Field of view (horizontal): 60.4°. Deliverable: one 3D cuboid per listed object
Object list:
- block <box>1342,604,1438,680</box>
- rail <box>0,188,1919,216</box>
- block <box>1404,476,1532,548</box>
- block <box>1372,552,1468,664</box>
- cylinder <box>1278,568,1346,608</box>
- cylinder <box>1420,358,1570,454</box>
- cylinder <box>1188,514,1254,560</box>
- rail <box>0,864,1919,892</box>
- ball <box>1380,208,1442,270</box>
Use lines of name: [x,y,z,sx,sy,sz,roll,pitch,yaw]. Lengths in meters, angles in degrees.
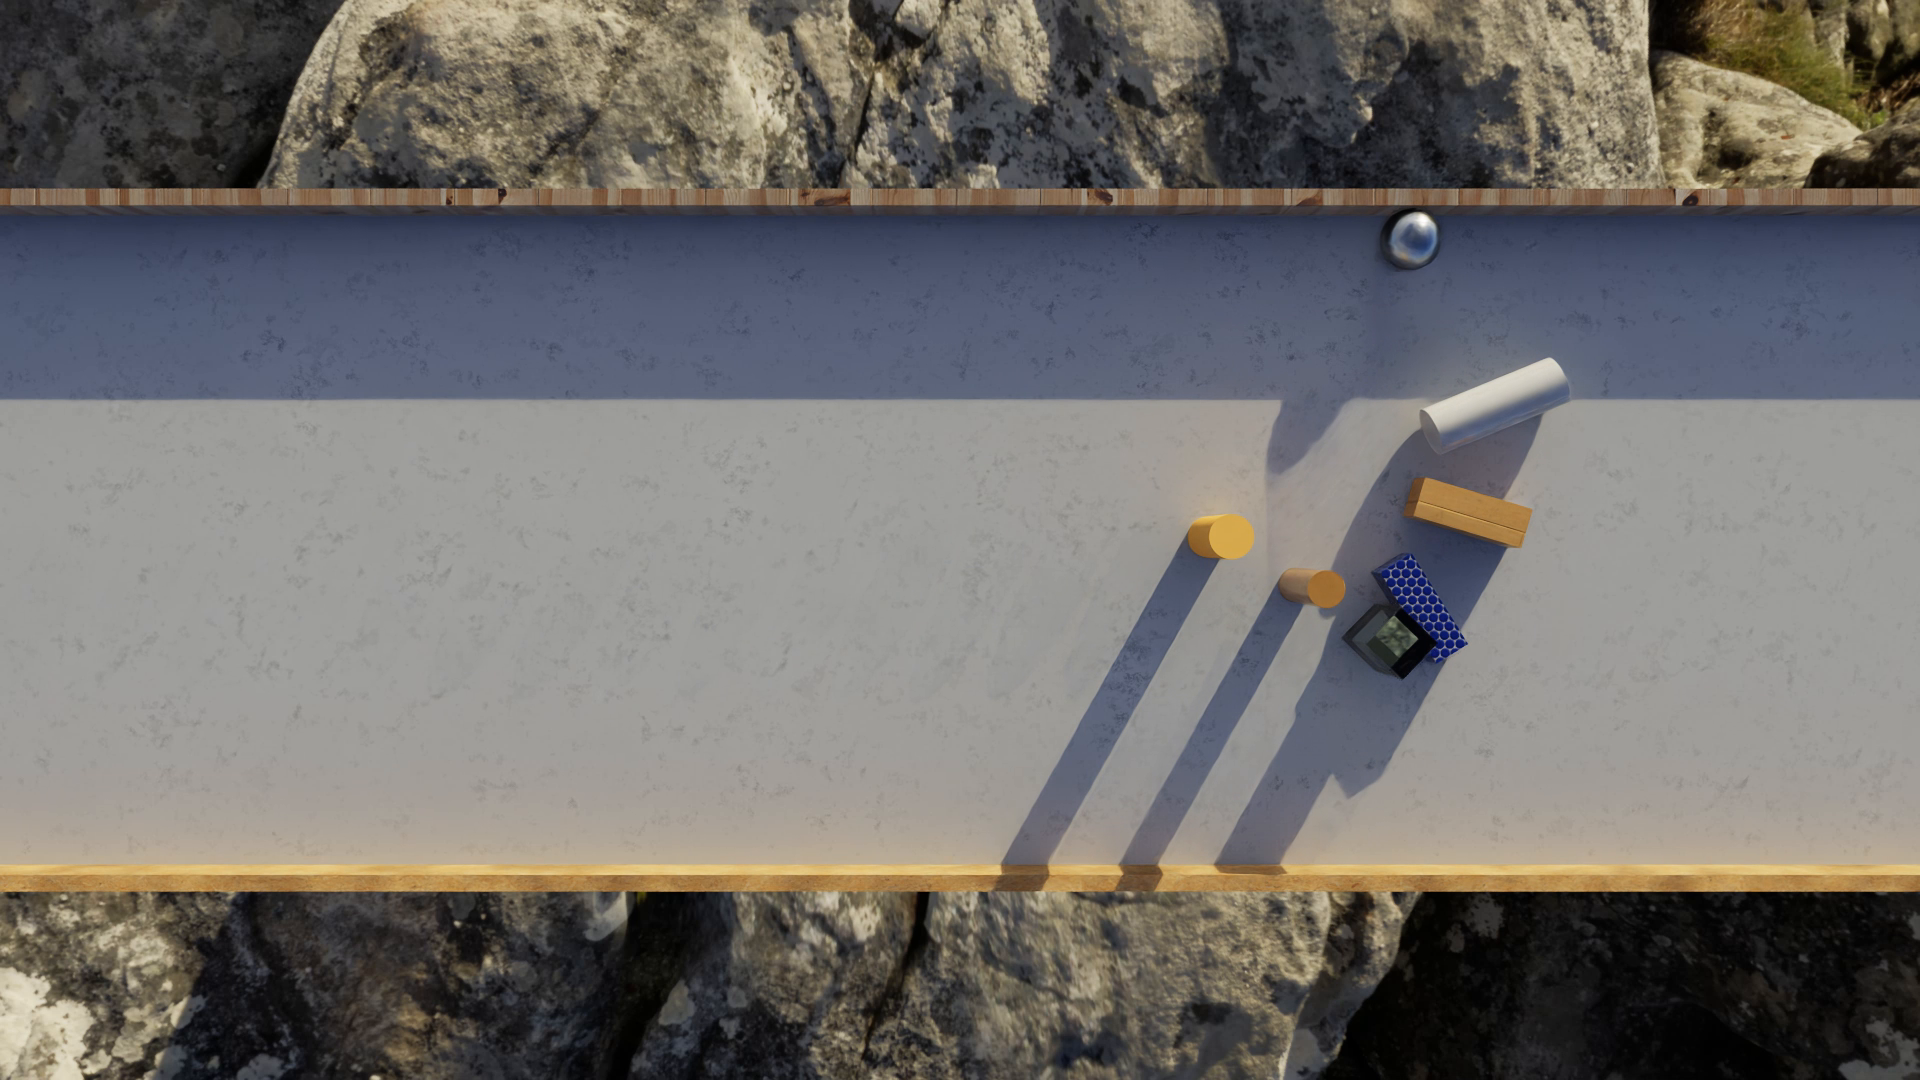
block: [1.278,0.300,4.921,0.147,0.310,0.147,44,90,0]
rail: [-2.247,-1.025,5.002,12.000,0.150,0.050,0,90,0]
block: [1.542,-0.083,5.015,0.337,0.122,0.122,17,90,0]
block: [1.397,0.206,5.020,0.112,0.112,0.322,-32,90,0]
cylinder: [1.033,0.139,4.861,0.107,0.432,0.107,0,90,0]
cylinder: [1.619,-0.406,5.002,0.413,0.149,0.149,-22,90,0]
cylinder: [0.765,-0.009,4.859,0.128,0.436,0.128,0,90,0]
rail: [-2.247,1.025,5.001,12.000,0.150,0.050,0,90,0]
ball: [1.362,-0.908,4.984,0.184,0.184,0.184,0,90,0]
